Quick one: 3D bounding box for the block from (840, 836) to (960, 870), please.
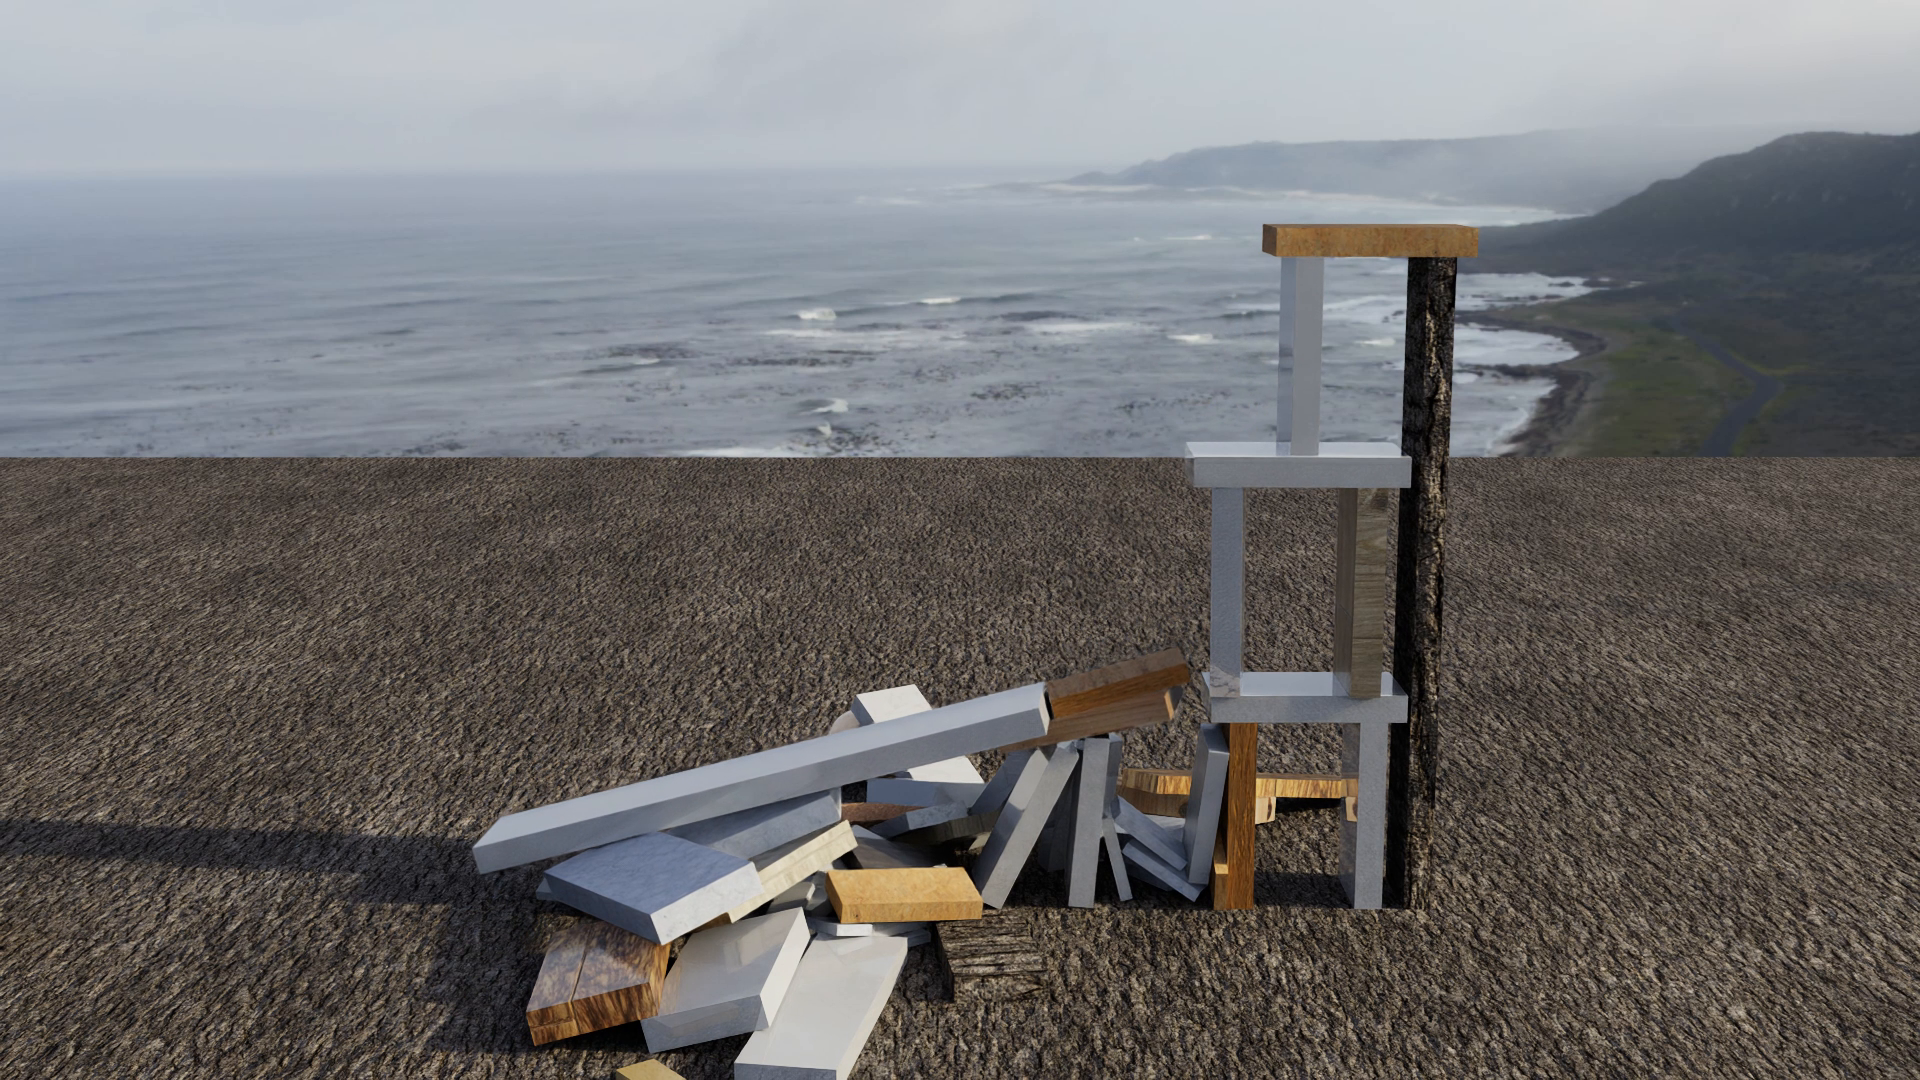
[{"bbox_3d":[-0.093,0.539,3.630,0.208,0.029,0.104,12,22,-33],"label":"block"}]

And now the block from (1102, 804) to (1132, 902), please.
[{"bbox_3d":[0.257,0.519,3.653,0.021,0.145,0.072,-14,10,2],"label":"block"}]

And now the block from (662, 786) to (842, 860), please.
[{"bbox_3d":[-0.355,0.475,3.619,0.327,0.046,0.163,-23,13,2],"label":"block"}]

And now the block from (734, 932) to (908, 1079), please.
[{"bbox_3d":[-0.190,0.669,3.137,0.139,0.039,0.488,2,11,9],"label":"block"}]

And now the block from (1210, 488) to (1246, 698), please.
[{"bbox_3d":[0.436,0.069,3.571,0.048,0.340,0.170,1,11,9],"label":"block"}]

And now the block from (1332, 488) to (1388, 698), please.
[{"bbox_3d":[0.649,0.070,3.569,0.048,0.340,0.170,0,11,0],"label":"block"}]

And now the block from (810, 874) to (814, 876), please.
[{"bbox_3d":[-0.307,0.577,3.684,0.134,0.019,0.067,-1,11,-5],"label":"block"}]

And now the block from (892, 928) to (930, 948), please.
[{"bbox_3d":[-0.104,0.625,3.442,0.104,0.015,0.052,-7,13,-35],"label":"block"}]

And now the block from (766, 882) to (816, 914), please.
[{"bbox_3d":[-0.276,0.587,3.509,0.052,0.015,0.104,4,41,22],"label":"block"}]

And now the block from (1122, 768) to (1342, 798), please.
[{"bbox_3d":[0.532,0.451,4.070,0.483,0.032,0.113,5,-1,-30],"label":"block"}]

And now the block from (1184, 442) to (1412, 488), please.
[{"bbox_3d":[0.539,-0.122,3.534,0.340,0.048,0.170,0,11,1],"label":"block"}]

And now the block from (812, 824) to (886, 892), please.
[{"bbox_3d":[-0.163,0.541,3.636,0.104,0.029,0.208,25,18,8],"label":"block"}]

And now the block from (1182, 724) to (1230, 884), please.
[{"bbox_3d":[0.404,0.436,3.638,0.033,0.236,0.118,6,18,-3],"label":"block"}]

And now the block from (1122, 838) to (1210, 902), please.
[{"bbox_3d":[0.344,0.545,3.662,0.145,0.021,0.072,33,17,16],"label":"block"}]

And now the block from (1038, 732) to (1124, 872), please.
[{"bbox_3d":[0.206,0.450,3.774,0.118,0.236,0.033,-6,25,-31],"label":"block"}]

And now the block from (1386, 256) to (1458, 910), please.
[{"bbox_3d":[0.747,0.069,3.574,0.044,1.059,0.156,0,11,0],"label":"block"}]

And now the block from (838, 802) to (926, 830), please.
[{"bbox_3d":[-0.146,0.509,4.020,0.215,0.030,0.108,-2,11,-11],"label":"block"}]

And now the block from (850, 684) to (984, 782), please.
[{"bbox_3d":[-0.082,0.396,4.215,0.139,0.039,0.277,-8,45,-36],"label":"block"}]

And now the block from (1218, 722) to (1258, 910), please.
[{"bbox_3d":[0.457,0.434,3.644,0.045,0.315,0.158,0,11,0],"label":"block"}]

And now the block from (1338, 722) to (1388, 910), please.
[{"bbox_3d":[0.667,0.434,3.644,0.045,0.315,0.158,0,11,0],"label":"block"}]

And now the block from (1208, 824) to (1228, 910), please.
[{"bbox_3d":[0.424,0.541,3.639,0.020,0.072,0.143,0,26,0],"label":"block"}]

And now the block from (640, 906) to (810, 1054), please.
[{"bbox_3d":[-0.334,0.633,3.186,0.174,0.049,0.347,-14,9,8],"label":"block"}]

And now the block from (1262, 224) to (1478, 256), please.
[{"bbox_3d":[0.644,-0.474,3.472,0.311,0.044,0.156,0,11,0],"label":"block"}]

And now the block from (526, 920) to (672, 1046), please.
[{"bbox_3d":[-0.518,0.627,3.192,0.174,0.049,0.347,-14,9,-2],"label":"block"}]

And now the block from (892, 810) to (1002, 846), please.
[{"bbox_3d":[-0.021,0.507,3.796,0.108,0.030,0.215,-7,-12,-32],"label":"block"}]

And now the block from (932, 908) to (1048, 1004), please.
[{"bbox_3d":[0.042,0.630,3.345,0.139,0.039,0.277,-1,11,-7],"label":"block"}]

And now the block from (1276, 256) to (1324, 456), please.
[{"bbox_3d":[0.541,-0.299,3.504,0.044,0.311,0.156,0,11,0],"label":"block"}]

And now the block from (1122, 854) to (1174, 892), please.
[{"bbox_3d":[0.336,0.564,3.755,0.072,0.020,0.143,-7,13,-34],"label":"block"}]

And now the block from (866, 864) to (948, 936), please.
[{"bbox_3d":[-0.083,0.576,3.504,0.208,0.029,0.104,-8,30,-35],"label":"block"}]

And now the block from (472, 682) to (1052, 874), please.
[{"bbox_3d":[-0.322,0.389,3.601,0.960,0.046,0.163,-15,9,8],"label":"block"}]

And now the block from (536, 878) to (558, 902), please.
[{"bbox_3d":[-0.640,0.578,3.648,0.113,0.016,0.056,3,28,14],"label":"block"}]

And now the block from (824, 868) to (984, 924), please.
[{"bbox_3d":[-0.088,0.556,3.451,0.226,0.032,0.113,1,19,-17],"label":"block"}]

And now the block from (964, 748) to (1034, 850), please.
[{"bbox_3d":[0.128,0.418,3.854,0.157,0.314,0.044,-9,54,-40],"label":"block"}]

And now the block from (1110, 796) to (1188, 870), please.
[{"bbox_3d":[0.314,0.487,3.660,0.145,0.021,0.072,38,13,-12],"label":"block"}]

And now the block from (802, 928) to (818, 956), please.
[{"bbox_3d":[-0.238,0.627,3.423,0.117,0.017,0.059,-9,14,-40],"label":"block"}]

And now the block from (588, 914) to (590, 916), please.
[{"bbox_3d":[-0.573,0.581,3.609,0.112,0.016,0.056,-9,40,-39],"label":"block"}]

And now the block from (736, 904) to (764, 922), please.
[{"bbox_3d":[-0.432,0.598,3.548,0.207,0.029,0.103,5,12,27],"label":"block"}]

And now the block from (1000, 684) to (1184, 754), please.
[{"bbox_3d":[0.213,0.281,3.609,0.287,0.041,0.144,-13,11,17],"label":"block"}]

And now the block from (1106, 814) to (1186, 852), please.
[{"bbox_3d":[0.310,0.513,3.852,0.118,0.033,0.236,-11,4,-33],"label":"block"}]

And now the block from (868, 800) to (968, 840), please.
[{"bbox_3d":[-0.074,0.491,3.816,0.108,0.030,0.215,-9,-11,-22],"label":"block"}]

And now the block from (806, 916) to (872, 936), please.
[{"bbox_3d":[-0.188,0.598,3.407,0.059,0.017,0.117,5,-5,-28],"label":"block"}]

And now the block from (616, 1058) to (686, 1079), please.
[{"bbox_3d":[-0.401,0.722,2.914,0.059,0.017,0.117,-8,13,-37],"label":"block"}]

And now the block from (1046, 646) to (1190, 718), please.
[{"bbox_3d":[0.258,0.233,3.597,0.226,0.032,0.113,-16,10,2],"label":"block"}]

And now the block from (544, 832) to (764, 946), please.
[{"bbox_3d":[-0.480,0.526,3.389,0.174,0.049,0.455,-25,12,-28],"label":"block"}]

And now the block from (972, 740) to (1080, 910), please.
[{"bbox_3d":[0.107,0.455,3.640,0.041,0.287,0.144,26,8,-8],"label":"block"}]

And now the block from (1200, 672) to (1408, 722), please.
[{"bbox_3d":[0.562,0.258,3.611,0.315,0.045,0.158,0,11,0],"label":"block"}]

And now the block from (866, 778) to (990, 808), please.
[{"bbox_3d":[-0.006,0.459,3.981,0.157,0.044,0.314,-1,-7,39],"label":"block"}]

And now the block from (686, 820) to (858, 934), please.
[{"bbox_3d":[-0.324,0.536,3.481,0.163,0.046,0.327,-20,3,36],"label":"block"}]

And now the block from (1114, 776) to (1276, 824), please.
[{"bbox_3d":[0.404,0.479,4.042,0.314,0.044,0.157,4,-1,27],"label":"block"}]

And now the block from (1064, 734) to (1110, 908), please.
[{"bbox_3d":[0.209,0.447,3.644,0.041,0.287,0.144,5,10,-1],"label":"block"}]

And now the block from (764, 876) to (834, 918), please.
[{"bbox_3d":[-0.302,0.575,3.601,0.207,0.029,0.103,11,20,28],"label":"block"}]
